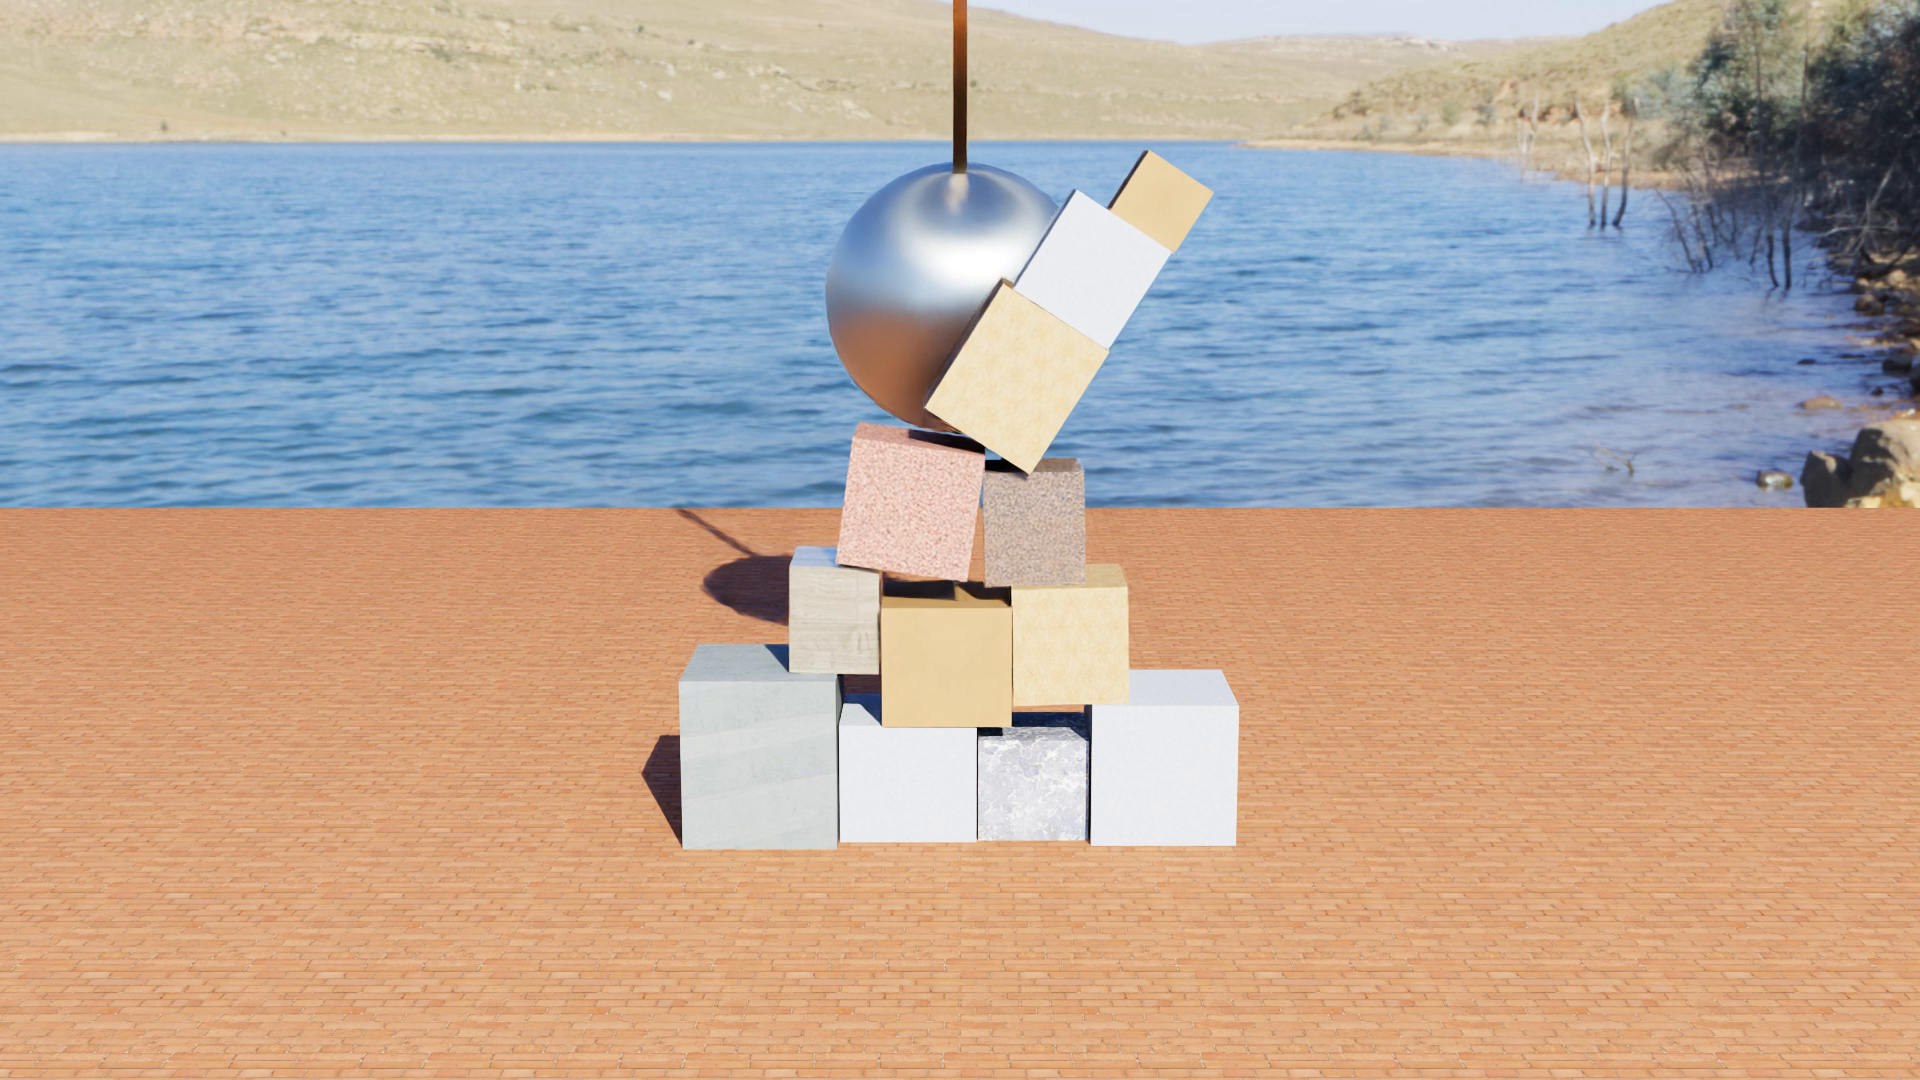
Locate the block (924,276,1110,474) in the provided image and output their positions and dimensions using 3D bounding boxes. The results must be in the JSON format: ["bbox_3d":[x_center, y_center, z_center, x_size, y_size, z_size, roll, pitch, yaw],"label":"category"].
[{"bbox_3d":[0.278,-0.839,11.036,0.613,0.715,0.655,32,9,-5],"label":"block"}]

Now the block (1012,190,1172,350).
[{"bbox_3d":[0.648,-1.353,10.934,0.548,0.566,0.541,32,9,-4],"label":"block"}]

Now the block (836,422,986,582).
[{"bbox_3d":[-0.244,-0.203,11.145,0.658,0.632,0.627,8,10,-1],"label":"block"}]

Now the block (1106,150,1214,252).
[{"bbox_3d":[0.986,-1.681,10.908,0.377,0.349,0.431,32,9,-4],"label":"block"}]

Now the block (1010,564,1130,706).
[{"bbox_3d":[0.551,0.476,11.249,0.577,0.593,0.616,-1,10,0],"label":"block"}]

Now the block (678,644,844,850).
[{"bbox_3d":[-1.004,1.052,11.360,0.774,0.865,0.821,0,10,0],"label":"block"}]

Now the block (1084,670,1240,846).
[{"bbox_3d":[1.026,1.116,11.400,0.730,0.725,0.762,0,10,0],"label":"block"}]

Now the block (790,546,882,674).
[{"bbox_3d":[-0.630,0.354,11.254,0.447,0.547,0.538,1,10,0],"label":"block"}]

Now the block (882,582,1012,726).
[{"bbox_3d":[-0.066,0.576,11.299,0.647,0.607,0.686,0,10,0],"label":"block"}]

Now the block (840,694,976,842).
[{"bbox_3d":[-0.262,1.173,11.411,0.689,0.609,0.654,0,10,0],"label":"block"}]

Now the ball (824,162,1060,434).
[{"bbox_3d":[0.000,-1.429,13.029,1.600,1.600,1.600,0,10,0],"label":"ball"}]

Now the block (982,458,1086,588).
[{"bbox_3d":[0.372,-0.095,11.155,0.502,0.574,0.482,-1,10,0],"label":"block"}]

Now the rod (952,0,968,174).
[{"bbox_3d":[0.000,-4.357,11.302,0.080,5.200,0.080,0,31,0],"label":"rod"}]

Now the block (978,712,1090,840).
[{"bbox_3d":[0.372,1.218,11.407,0.559,0.522,0.564,0,10,0],"label":"block"}]
